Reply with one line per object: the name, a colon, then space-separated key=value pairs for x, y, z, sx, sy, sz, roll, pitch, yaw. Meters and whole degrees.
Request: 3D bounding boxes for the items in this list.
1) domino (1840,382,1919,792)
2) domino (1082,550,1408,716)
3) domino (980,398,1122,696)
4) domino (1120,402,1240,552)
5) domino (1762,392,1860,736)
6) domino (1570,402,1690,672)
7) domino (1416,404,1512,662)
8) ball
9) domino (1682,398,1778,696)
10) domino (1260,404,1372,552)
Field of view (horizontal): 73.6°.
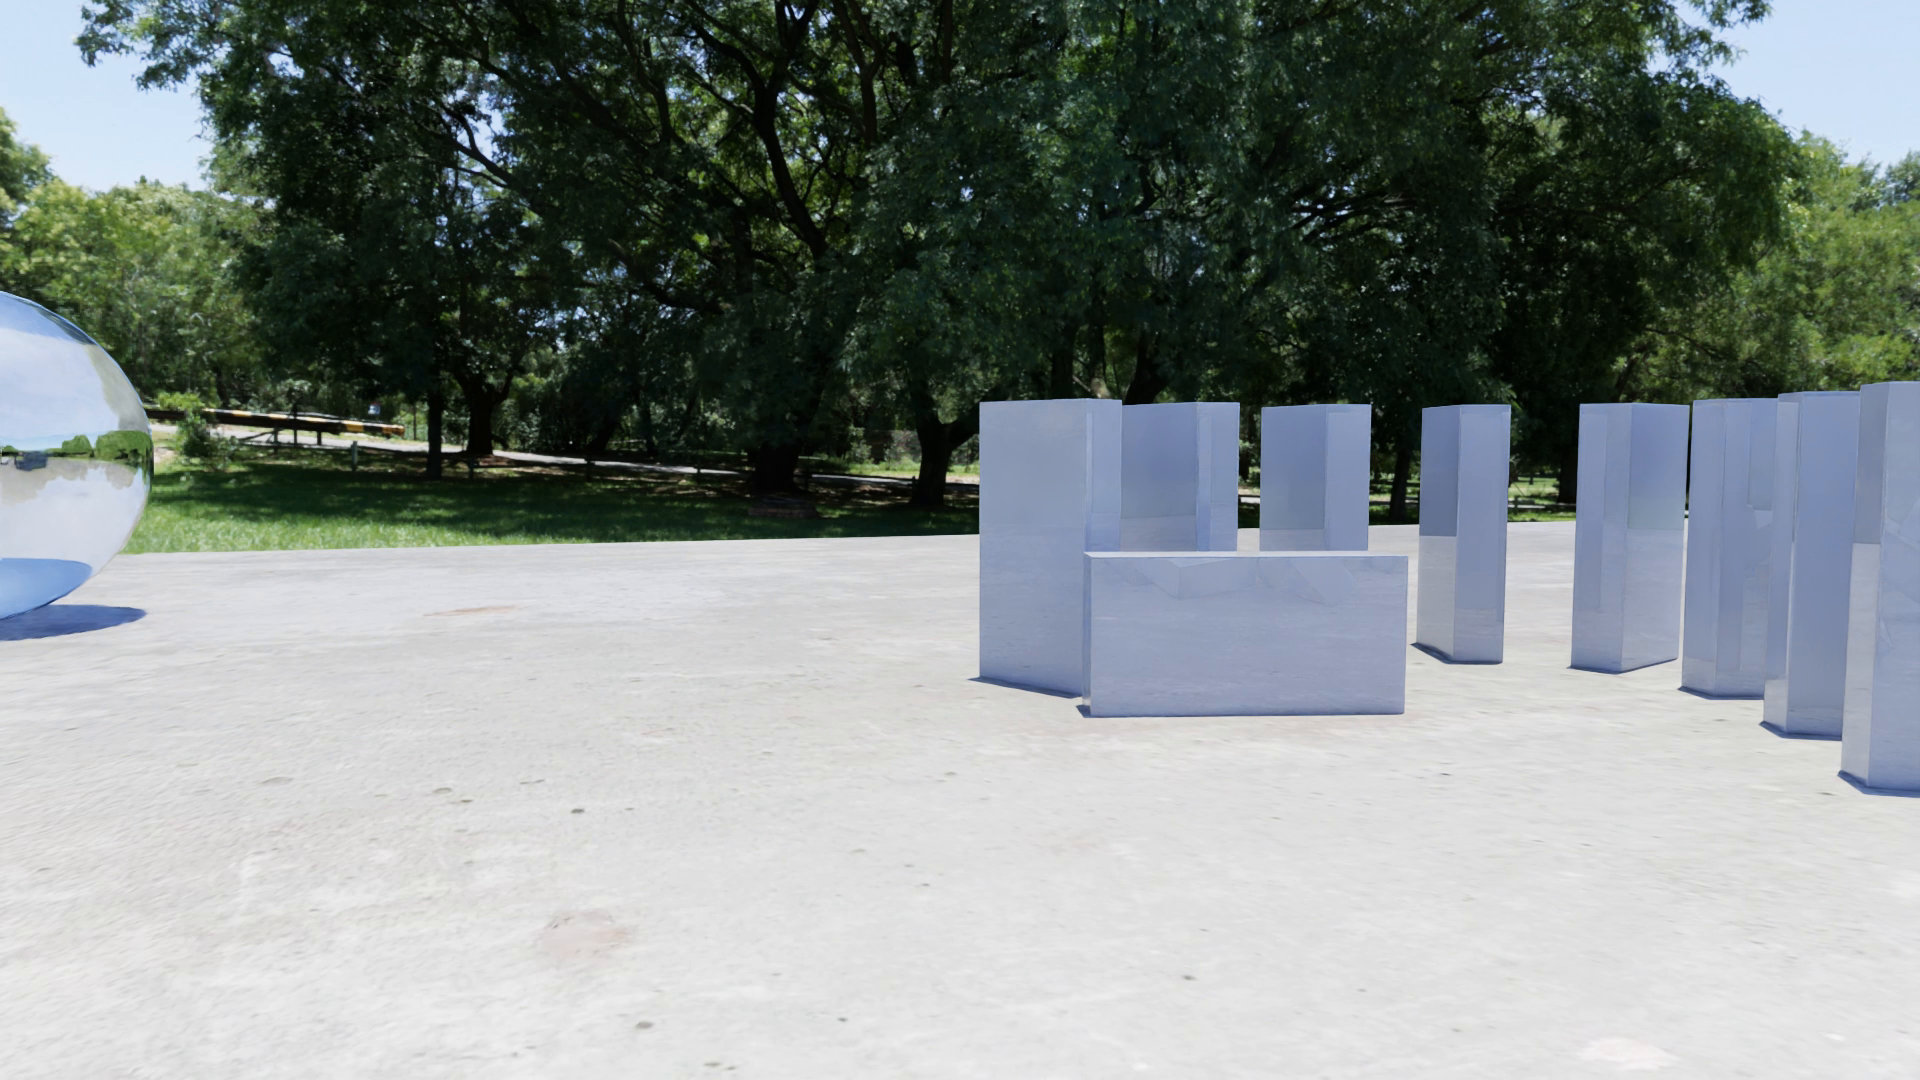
domino: x=0.126 y=0.006 z=0.158 sx=0.025 sy=0.050 sz=0.009 roll=1 pitch=4 yaw=17
domino: x=0.045 y=0.015 z=0.206 sx=0.050 sy=0.025 sz=0.010 roll=0 pitch=4 yaw=-3
domino: x=0.016 y=0.000 z=0.227 sx=0.010 sy=0.050 sz=0.025 roll=-4 pitch=6 yaw=-44
domino: x=0.041 y=-0.001 z=0.246 sx=0.009 sy=0.050 sz=0.025 roll=-2 pitch=5 yaw=-28
domino: x=0.135 y=0.003 z=0.188 sx=0.025 sy=0.050 sz=0.010 roll=1 pitch=4 yaw=14
domino: x=0.130 y=-0.001 z=0.249 sx=0.025 sy=0.050 sz=0.010 roll=-3 pitch=6 yaw=-39
domino: x=0.102 y=-0.002 z=0.261 sx=0.010 sy=0.050 sz=0.025 roll=0 pitch=4 yaw=4
ball: x=-0.235 y=-0.020 z=0.299 sx=0.080 sy=0.080 sz=0.080 roll=0 pitch=4 yaw=0
domino: x=0.139 y=0.001 z=0.219 sx=0.025 sy=0.050 sz=0.010 roll=0 pitch=4 yaw=-1
domino: x=0.071 y=-0.002 z=0.257 sx=0.009 sy=0.050 sz=0.025 roll=-1 pitch=4 yaw=-16
